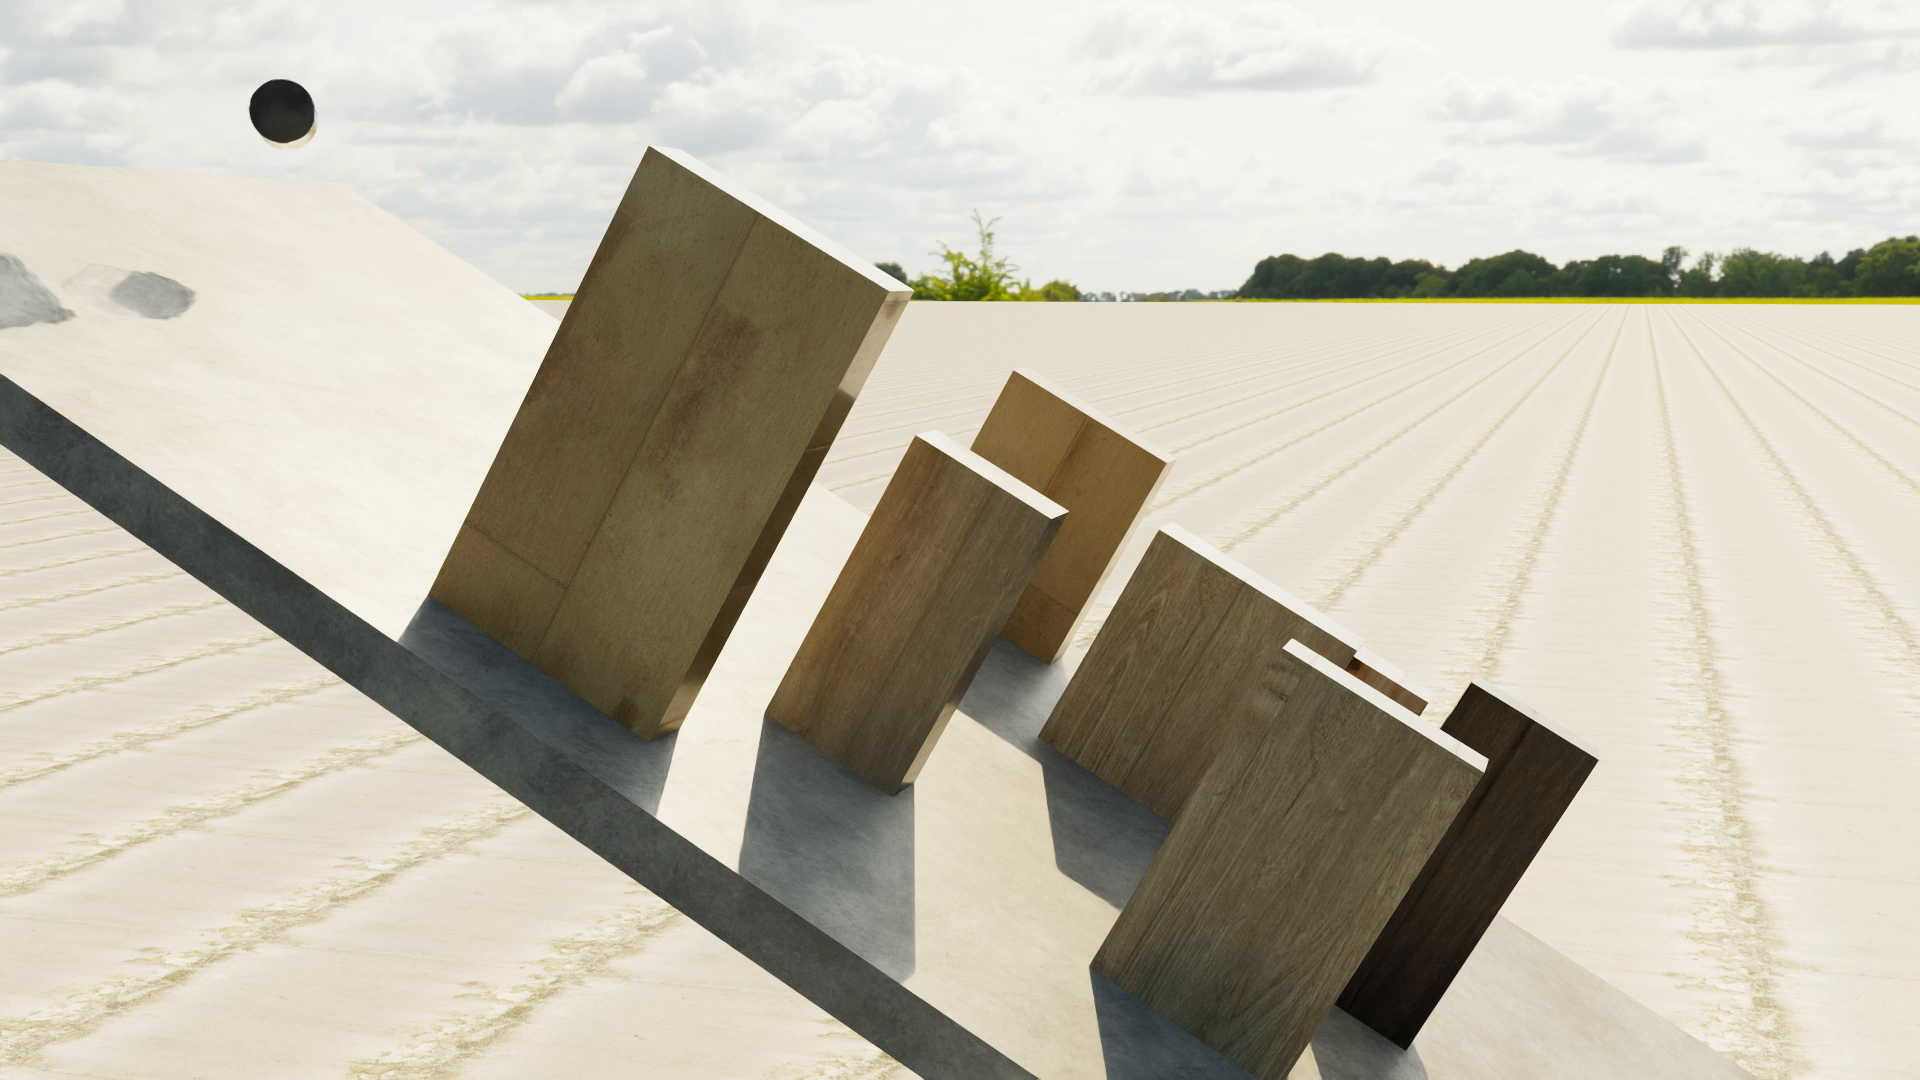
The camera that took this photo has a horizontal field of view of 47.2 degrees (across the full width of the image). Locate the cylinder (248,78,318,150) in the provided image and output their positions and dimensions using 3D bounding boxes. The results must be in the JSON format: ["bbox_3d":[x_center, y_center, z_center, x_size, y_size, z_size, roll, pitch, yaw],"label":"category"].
[{"bbox_3d":[-1.343,-0.845,4.372,0.125,0.125,0.125,-2,4,-14],"label":"cylinder"}]

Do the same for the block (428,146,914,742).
[{"bbox_3d":[-0.454,-0.144,3.384,0.435,0.796,0.116,32,15,11],"label":"block"}]

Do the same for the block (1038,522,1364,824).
[{"bbox_3d":[0.467,0.291,4.289,0.439,0.484,0.127,32,15,11],"label":"block"}]

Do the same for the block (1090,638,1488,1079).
[{"bbox_3d":[0.502,0.502,3.397,0.346,0.601,0.094,32,15,11],"label":"block"}]

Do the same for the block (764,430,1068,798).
[{"bbox_3d":[-0.075,0.122,3.694,0.265,0.550,0.116,32,15,11],"label":"block"}]

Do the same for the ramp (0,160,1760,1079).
[{"bbox_3d":[-0.191,0.314,4.131,4.000,0.100,2.000,32,15,11],"label":"ramp"}]

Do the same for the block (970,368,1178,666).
[{"bbox_3d":[0.172,-0.053,4.829,0.390,0.518,0.114,32,15,11],"label":"block"}]

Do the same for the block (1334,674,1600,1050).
[{"bbox_3d":[0.830,0.558,3.801,0.243,0.615,0.081,32,15,11],"label":"block"}]

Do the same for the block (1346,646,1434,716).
[{"bbox_3d":[0.680,0.384,4.506,0.407,0.418,0.136,32,15,11],"label":"block"}]
